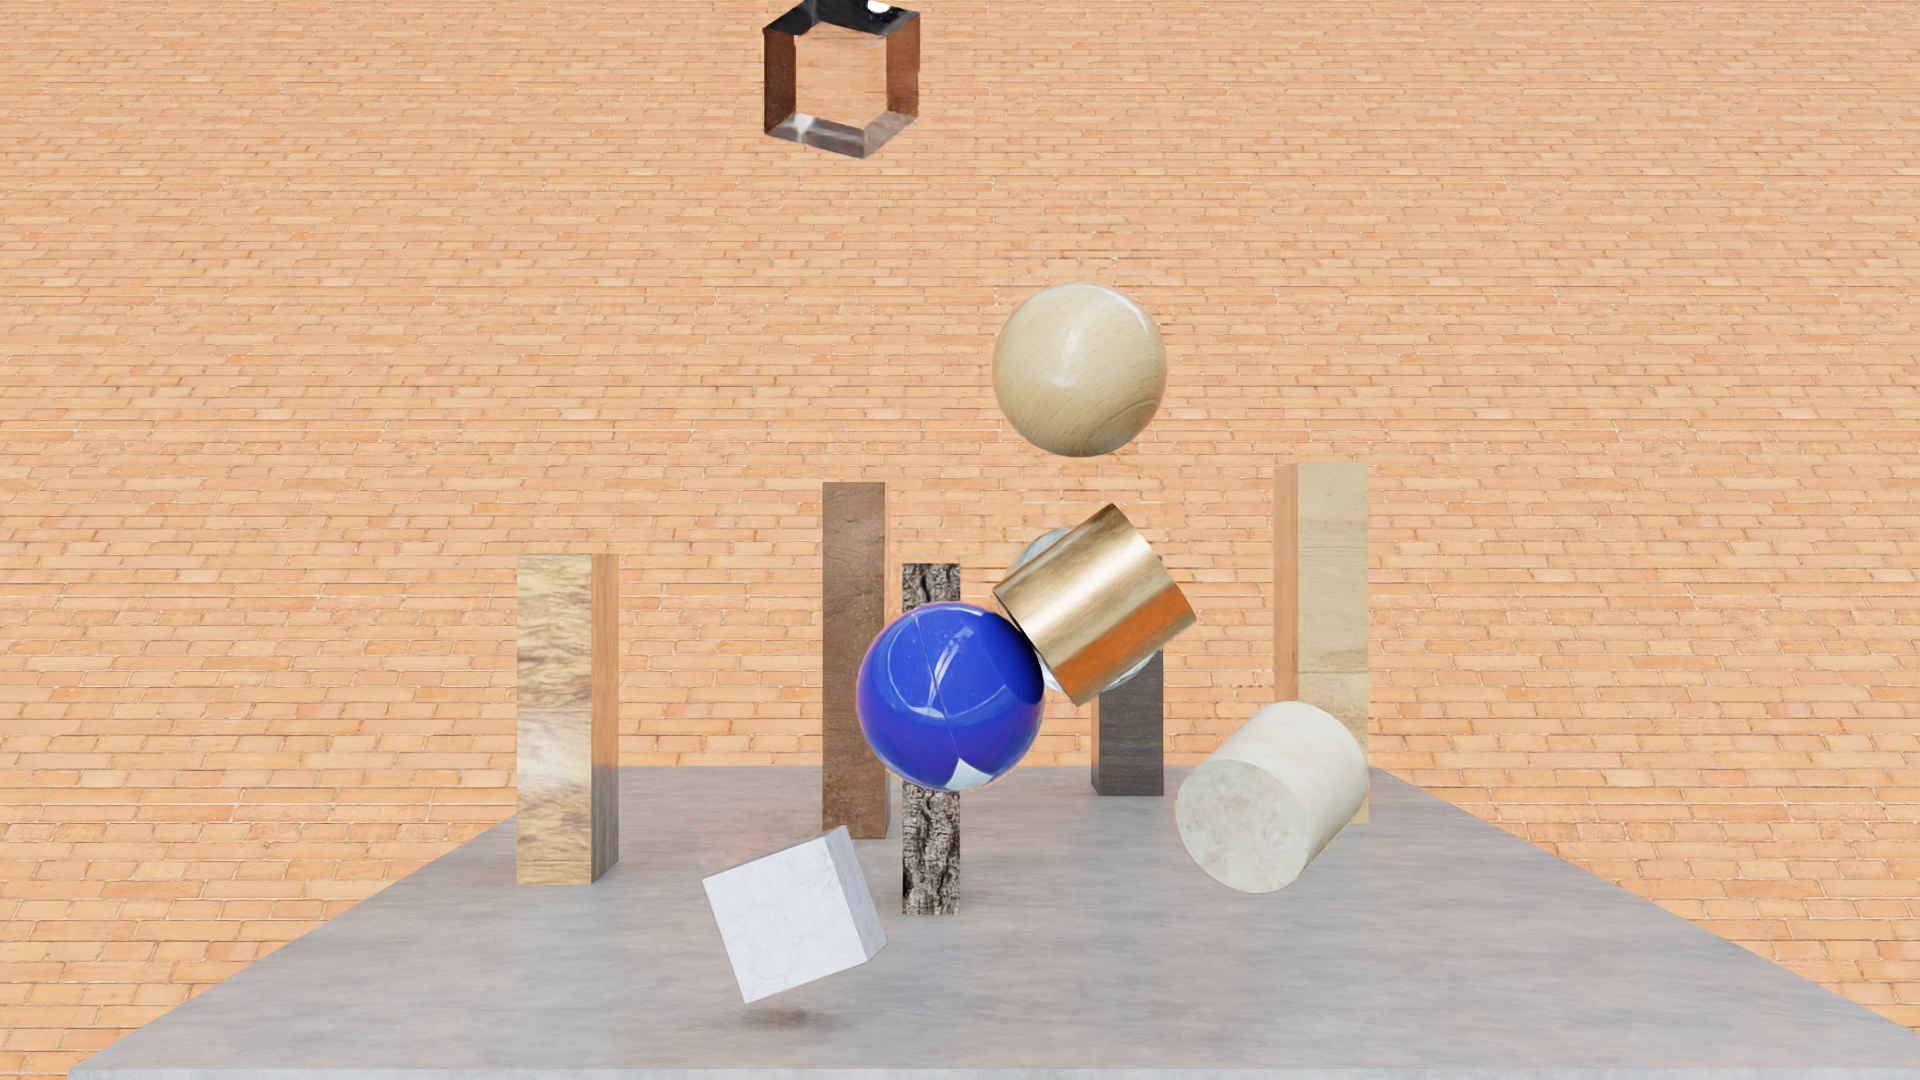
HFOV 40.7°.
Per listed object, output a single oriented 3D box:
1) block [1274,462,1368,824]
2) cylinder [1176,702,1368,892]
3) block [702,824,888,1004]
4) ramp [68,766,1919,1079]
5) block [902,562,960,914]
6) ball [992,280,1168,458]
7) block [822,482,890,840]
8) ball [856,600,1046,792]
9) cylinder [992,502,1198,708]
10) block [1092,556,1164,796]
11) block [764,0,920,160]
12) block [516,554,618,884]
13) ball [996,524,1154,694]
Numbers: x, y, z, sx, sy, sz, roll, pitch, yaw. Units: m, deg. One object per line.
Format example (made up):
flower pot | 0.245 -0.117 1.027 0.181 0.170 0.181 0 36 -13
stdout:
block | 0.751 0.208 5.419 0.141 0.728 0.409 0 0 0
cylinder | 0.380 0.311 3.148 0.175 0.175 0.175 17 29 26
block | -0.187 0.427 2.971 0.147 0.147 0.147 -20 -3 6
ramp | 0.070 0.617 4.695 2.000 0.100 4.000 0 0 0
block | -0.043 0.298 4.034 0.086 0.526 0.317 0 0 0
ball | 0.126 -0.179 2.721 0.185 0.185 0.185 0 31 0
block | -0.202 0.231 5.128 0.119 0.679 0.406 0 0 0
ball | -0.010 0.160 2.657 0.195 0.195 0.195 0 31 0
cylinder | 0.136 0.066 2.633 0.150 0.150 0.150 -36 37 -1
block | 0.385 0.307 6.000 0.145 0.540 0.347 0 0 0
block | -0.118 -0.467 2.594 0.114 0.114 0.114 17 37 21
block | -0.664 0.294 4.408 0.122 0.542 0.342 0 0 0
ball | 0.139 0.080 2.966 0.195 0.195 0.195 0 31 0
